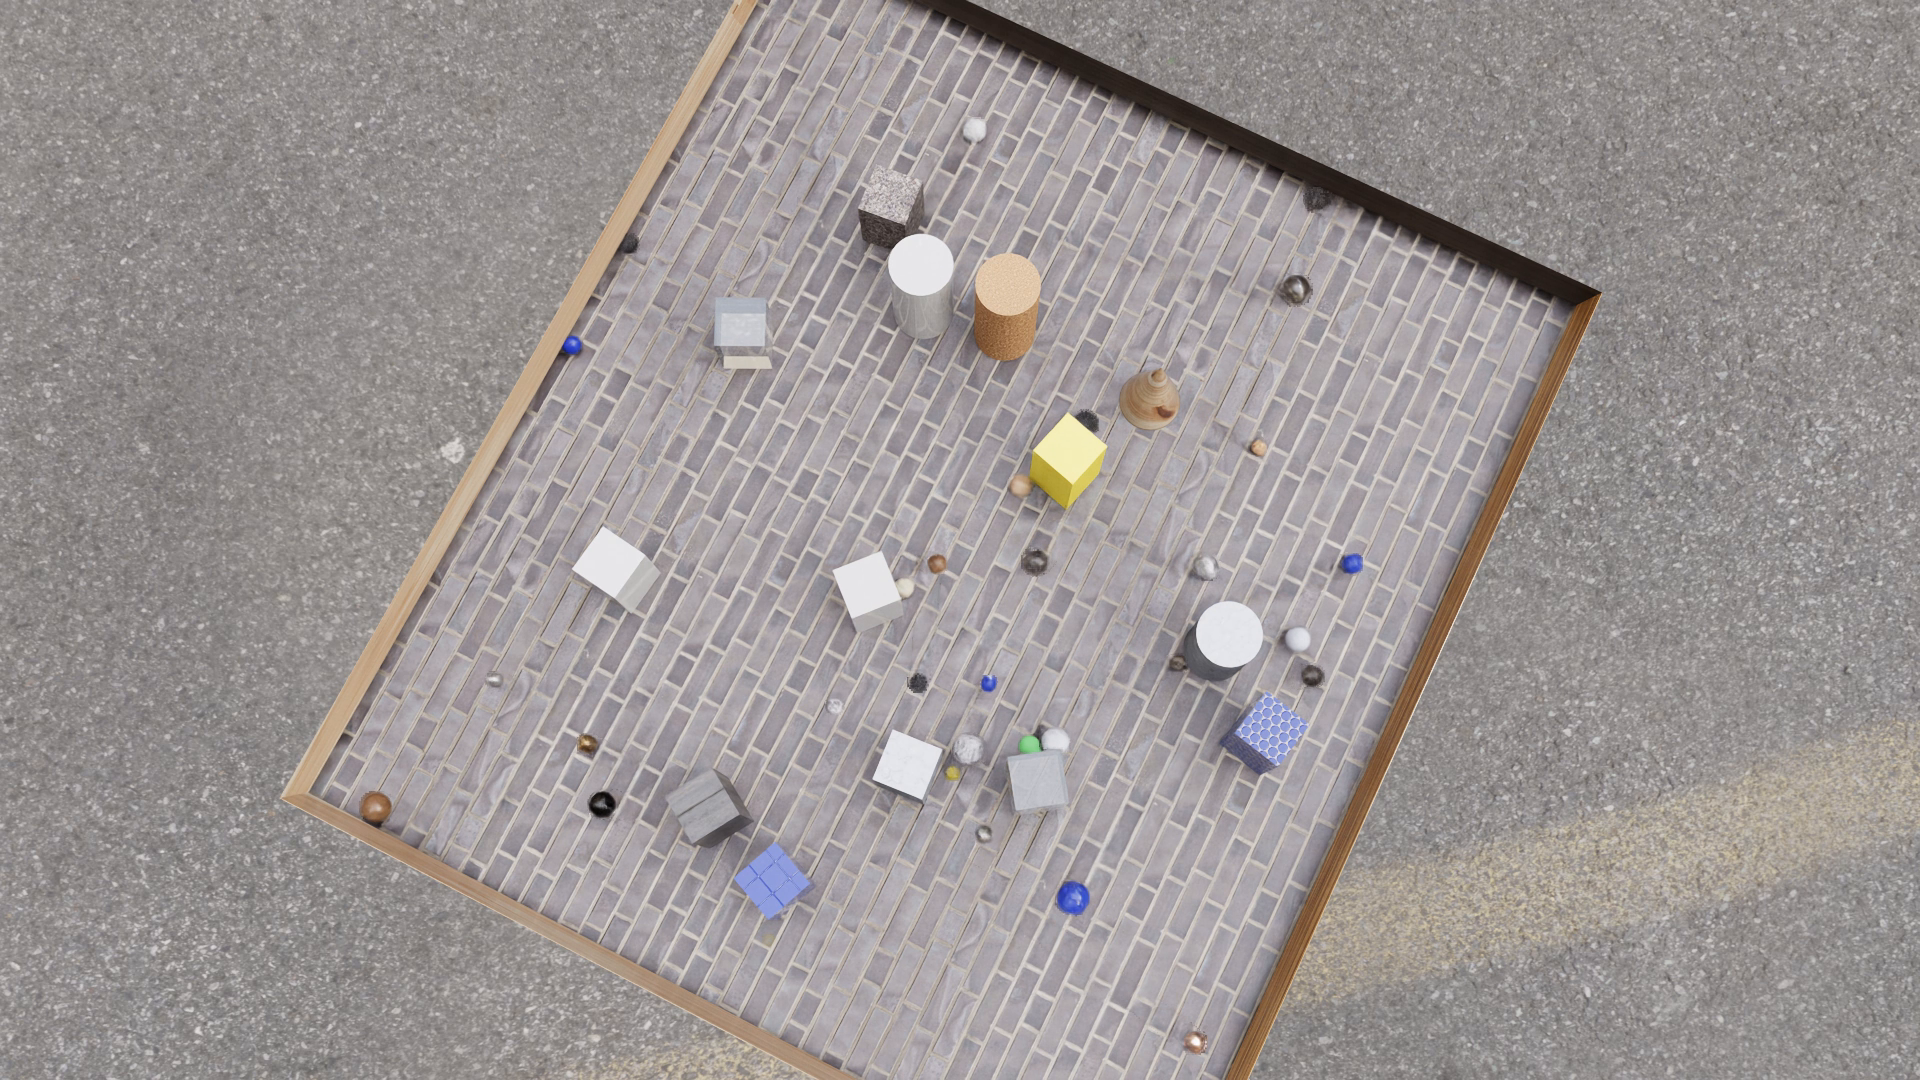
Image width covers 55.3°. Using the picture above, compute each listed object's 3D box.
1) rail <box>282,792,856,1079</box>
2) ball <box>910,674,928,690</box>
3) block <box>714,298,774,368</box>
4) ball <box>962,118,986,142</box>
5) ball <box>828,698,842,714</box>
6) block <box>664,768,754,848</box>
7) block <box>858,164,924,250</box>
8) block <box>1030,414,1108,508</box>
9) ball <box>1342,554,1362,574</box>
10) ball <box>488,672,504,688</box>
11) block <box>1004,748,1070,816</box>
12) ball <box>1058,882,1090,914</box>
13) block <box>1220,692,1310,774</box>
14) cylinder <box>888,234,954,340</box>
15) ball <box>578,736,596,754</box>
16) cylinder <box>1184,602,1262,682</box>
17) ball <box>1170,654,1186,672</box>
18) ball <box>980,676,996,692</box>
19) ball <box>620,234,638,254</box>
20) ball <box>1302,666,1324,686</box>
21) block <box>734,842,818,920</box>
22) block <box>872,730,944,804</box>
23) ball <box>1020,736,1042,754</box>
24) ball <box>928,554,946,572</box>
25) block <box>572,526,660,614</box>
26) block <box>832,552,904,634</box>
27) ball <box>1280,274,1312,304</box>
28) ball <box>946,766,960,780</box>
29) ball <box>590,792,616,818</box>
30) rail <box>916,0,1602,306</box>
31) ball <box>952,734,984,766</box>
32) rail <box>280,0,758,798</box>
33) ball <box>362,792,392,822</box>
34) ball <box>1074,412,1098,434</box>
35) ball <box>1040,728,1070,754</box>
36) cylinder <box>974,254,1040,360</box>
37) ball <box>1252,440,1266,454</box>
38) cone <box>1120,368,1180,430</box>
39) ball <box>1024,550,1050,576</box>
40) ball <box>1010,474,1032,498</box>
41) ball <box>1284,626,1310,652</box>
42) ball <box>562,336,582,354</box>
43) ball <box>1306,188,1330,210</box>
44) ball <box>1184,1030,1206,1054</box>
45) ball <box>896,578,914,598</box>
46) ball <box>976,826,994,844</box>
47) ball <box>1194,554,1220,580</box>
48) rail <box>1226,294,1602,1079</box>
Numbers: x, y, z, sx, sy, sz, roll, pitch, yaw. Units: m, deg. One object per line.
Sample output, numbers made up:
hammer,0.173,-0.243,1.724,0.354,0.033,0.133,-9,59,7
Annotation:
rail,-0.695,1.368,5.269,2.853,0.124,0.045,26,80,5
ball,-0.124,0.427,5.502,0.052,0.052,0.052,0,78,0
block,-0.662,-0.634,5.630,0.153,0.231,0.153,0,78,0
ball,0.047,-1.306,5.849,0.075,0.075,0.075,0,78,0
ball,-0.374,0.497,5.491,0.045,0.045,0.045,0,78,0
block,-0.716,0.774,5.269,0.153,0.367,0.153,-31,80,-6
block,-0.211,-1.022,5.693,0.153,0.264,0.153,20,79,4
block,0.321,-0.232,5.493,0.153,0.337,0.153,41,81,8
ball,1.190,0.074,5.571,0.060,0.060,0.060,0,78,0
ball,-1.396,0.421,5.506,0.045,0.045,0.045,0,78,0
block,0.221,0.706,5.318,0.153,0.299,0.153,-9,78,-2
ball,0.332,1.045,5.352,0.095,0.095,0.095,0,78,0
block,0.884,0.566,5.338,0.153,0.315,0.153,38,81,7
cylinder,-0.114,-0.765,5.566,0.191,0.409,0.191,0,78,0
ball,-1.110,0.609,5.463,0.054,0.054,0.054,0,78,0
cylinder,0.771,0.301,5.393,0.191,0.316,0.191,0,78,0
ball,0.657,0.370,5.514,0.051,0.051,0.051,0,78,0
ball,0.085,0.434,5.502,0.049,0.049,0.049,0,78,0
ball,-1.045,-0.934,5.780,0.057,0.057,0.057,0,78,0
ball,1.057,0.408,5.499,0.064,0.064,0.064,0,78,0
block,-0.528,0.984,5.277,0.153,0.267,0.153,-41,81,-8
block,-0.150,0.665,5.347,0.153,0.259,0.153,21,79,4
ball,0.210,0.616,5.456,0.065,0.065,0.065,0,78,0
ball,-0.070,0.071,5.573,0.057,0.057,0.057,0,78,0
block,-1.019,0.093,5.454,0.153,0.280,0.153,33,80,6
block,-0.270,0.158,5.439,0.153,0.284,0.153,-22,79,-4
ball,1.051,-0.782,5.731,0.093,0.093,0.093,0,78,0
ball,-0.021,0.691,5.452,0.042,0.042,0.042,0,78,0
ball,-1.055,0.781,5.415,0.078,0.078,0.078,0,78,0
rail,0.695,-1.355,5.832,2.853,0.124,0.045,26,80,5
ball,0.024,0.623,5.441,0.091,0.091,0.091,0,78,0
rail,-1.255,-0.608,5.678,0.045,0.124,3.156,26,80,5
ball,-1.722,0.790,5.409,0.087,0.087,0.087,0,78,0
ball,0.385,-0.357,5.650,0.079,0.079,0.079,0,78,0
ball,0.282,0.600,5.449,0.084,0.084,0.084,0,78,0
cylinder,0.140,-0.698,5.537,0.191,0.439,0.191,0,78,0
ball,0.922,-0.286,5.653,0.045,0.045,0.045,0,78,0
cone,0.591,-0.469,5.535,0.191,0.349,0.191,0,78,0
ball,0.231,0.067,5.563,0.078,0.078,0.078,0,78,0
ball,0.187,-0.166,5.614,0.071,0.071,0.071,0,78,0
ball,1.015,0.299,5.515,0.077,0.077,0.077,0,78,0
ball,-1.210,-0.606,5.712,0.059,0.059,0.059,0,78,0
ball,1.132,-1.080,5.803,0.073,0.073,0.073,0,78,0
ball,0.677,1.448,5.285,0.063,0.063,0.063,0,78,0
ball,-0.170,0.144,5.556,0.059,0.059,0.059,0,78,0
ball,0.074,0.871,5.409,0.052,0.052,0.052,0,78,0
ball,0.749,0.082,5.562,0.074,0.074,0.074,0,78,0
rail,1.255,0.621,5.424,0.045,0.124,3.156,26,80,5
